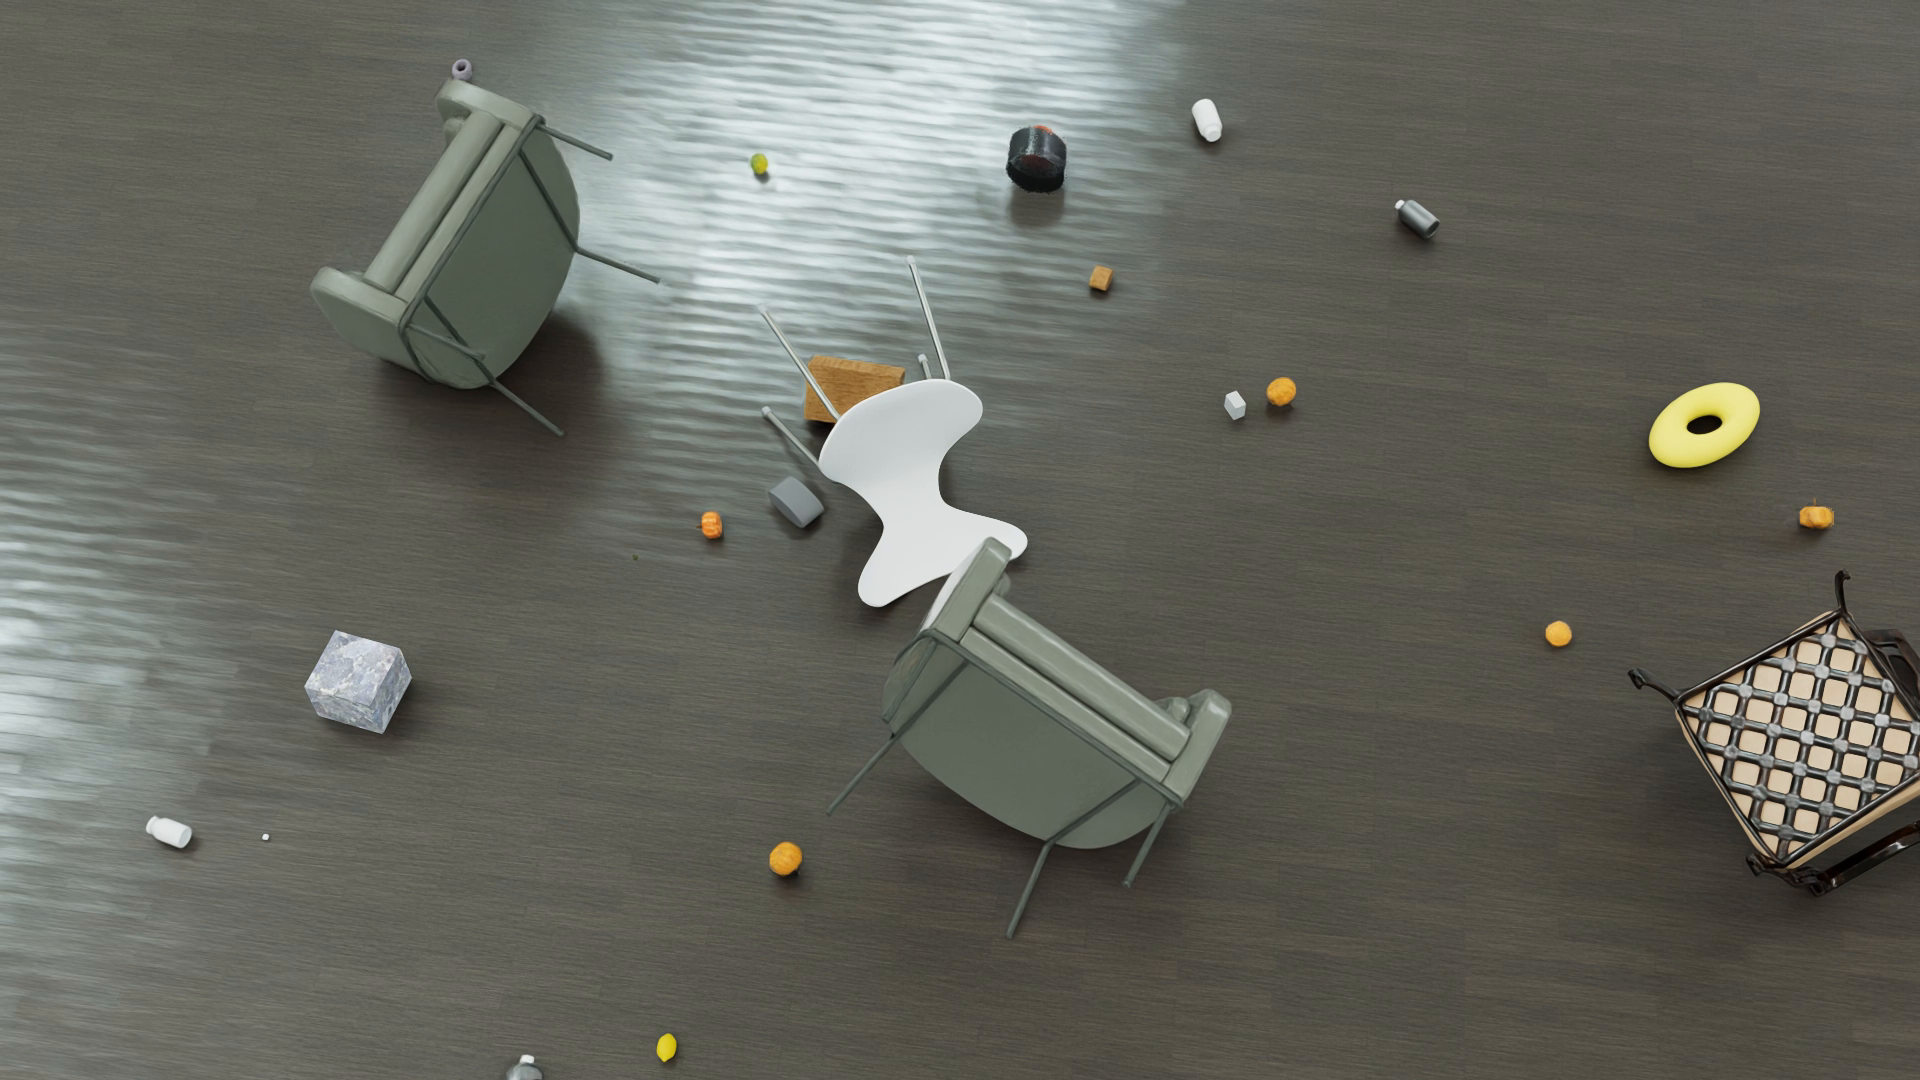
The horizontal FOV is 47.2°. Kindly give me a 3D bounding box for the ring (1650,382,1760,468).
[{"bbox_3d":[2.285,-0.353,6.749,0.405,0.105,0.235,-30,60,-18],"label":"ring"}]

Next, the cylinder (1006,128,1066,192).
[{"bbox_3d":[0.256,-1.263,7.314,0.200,0.168,0.123,25,53,-23],"label":"cylinder"}]

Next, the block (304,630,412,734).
[{"bbox_3d":[-1.696,0.401,6.207,0.200,0.162,0.193,15,57,10],"label":"block"}]

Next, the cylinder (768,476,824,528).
[{"bbox_3d":[-0.494,-0.116,6.609,0.086,0.070,0.164,-39,69,-23],"label":"cylinder"}]

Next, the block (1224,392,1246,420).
[{"bbox_3d":[0.853,-0.417,6.818,0.037,0.059,0.059,-23,59,-15],"label":"block"}]

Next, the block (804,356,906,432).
[{"bbox_3d":[-0.323,-0.450,6.754,0.284,0.175,0.104,9,20,6],"label":"block"}]

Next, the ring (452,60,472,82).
[{"bbox_3d":[-1.729,-1.629,7.637,0.069,0.050,0.088,10,58,4],"label":"ring"}]

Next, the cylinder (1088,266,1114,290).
[{"bbox_3d":[0.458,-0.848,7.112,0.055,0.051,0.086,18,58,12],"label":"cylinder"}]
